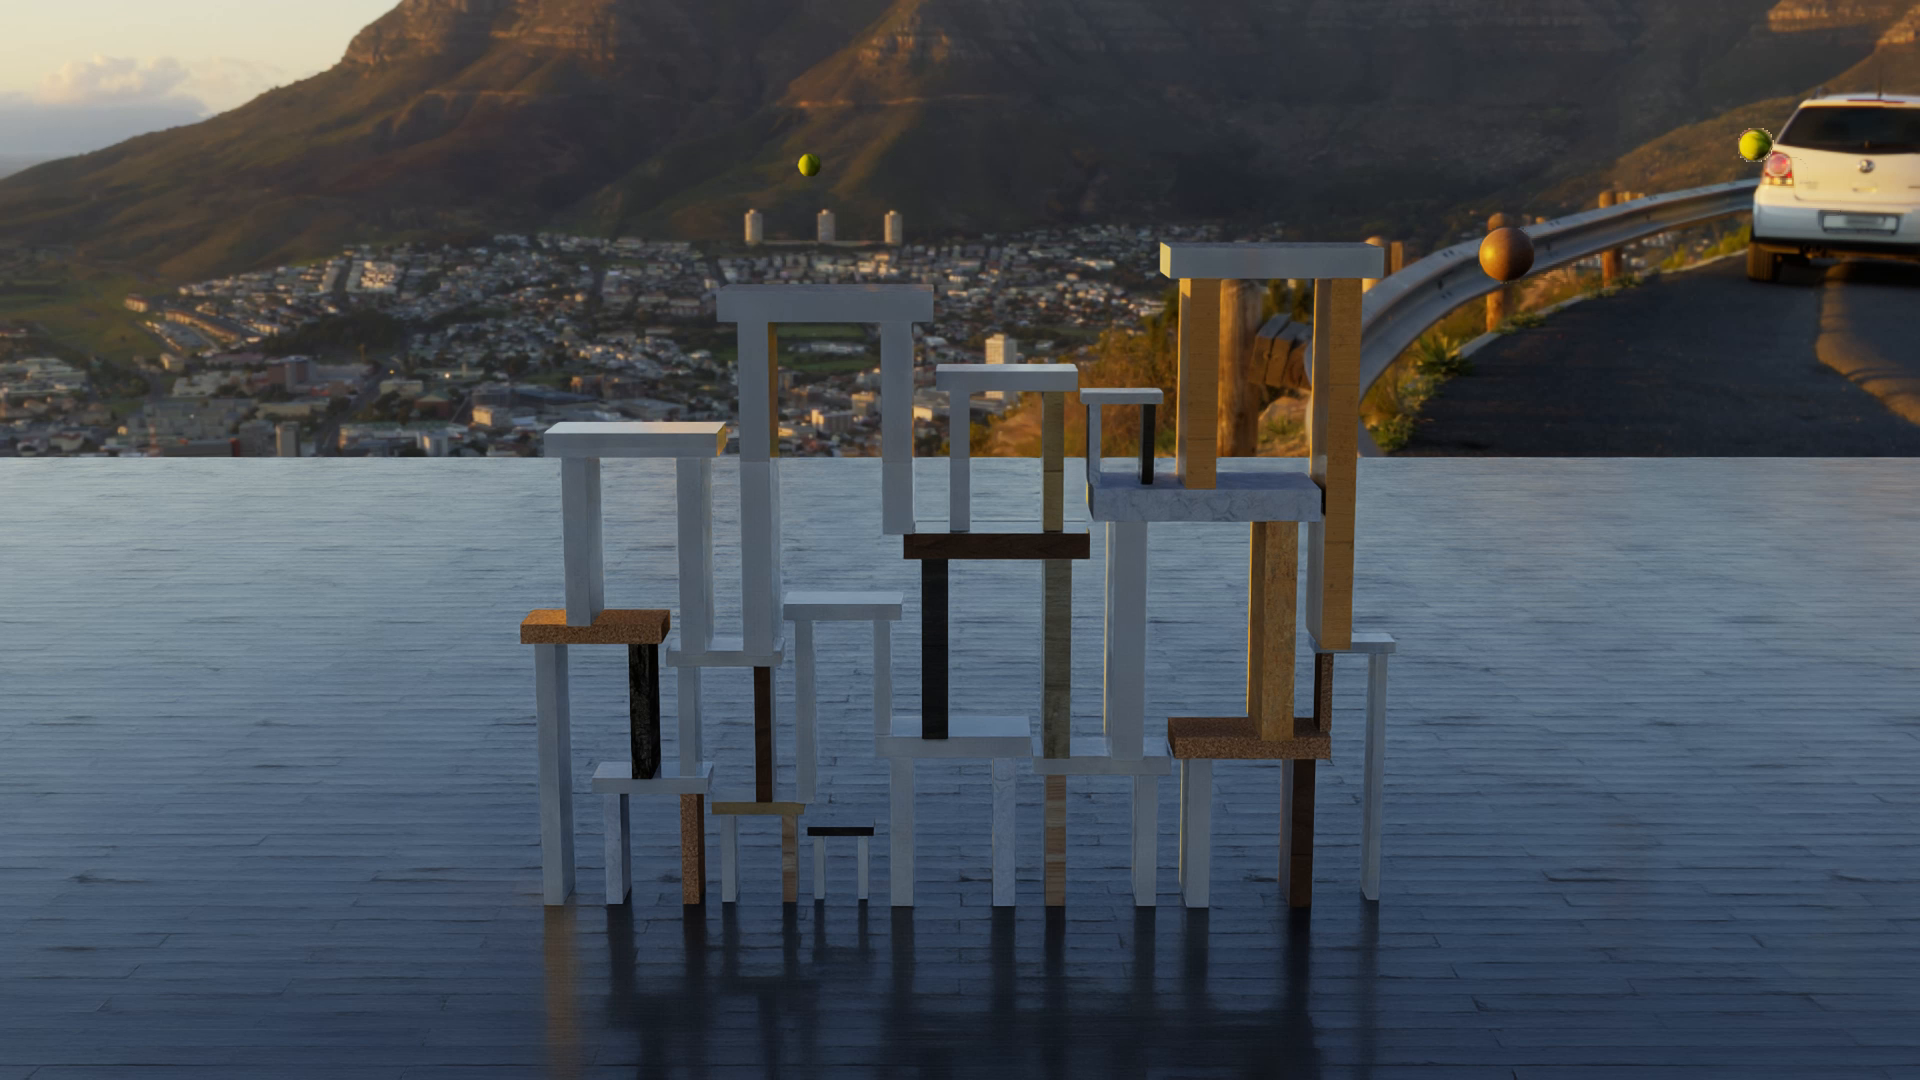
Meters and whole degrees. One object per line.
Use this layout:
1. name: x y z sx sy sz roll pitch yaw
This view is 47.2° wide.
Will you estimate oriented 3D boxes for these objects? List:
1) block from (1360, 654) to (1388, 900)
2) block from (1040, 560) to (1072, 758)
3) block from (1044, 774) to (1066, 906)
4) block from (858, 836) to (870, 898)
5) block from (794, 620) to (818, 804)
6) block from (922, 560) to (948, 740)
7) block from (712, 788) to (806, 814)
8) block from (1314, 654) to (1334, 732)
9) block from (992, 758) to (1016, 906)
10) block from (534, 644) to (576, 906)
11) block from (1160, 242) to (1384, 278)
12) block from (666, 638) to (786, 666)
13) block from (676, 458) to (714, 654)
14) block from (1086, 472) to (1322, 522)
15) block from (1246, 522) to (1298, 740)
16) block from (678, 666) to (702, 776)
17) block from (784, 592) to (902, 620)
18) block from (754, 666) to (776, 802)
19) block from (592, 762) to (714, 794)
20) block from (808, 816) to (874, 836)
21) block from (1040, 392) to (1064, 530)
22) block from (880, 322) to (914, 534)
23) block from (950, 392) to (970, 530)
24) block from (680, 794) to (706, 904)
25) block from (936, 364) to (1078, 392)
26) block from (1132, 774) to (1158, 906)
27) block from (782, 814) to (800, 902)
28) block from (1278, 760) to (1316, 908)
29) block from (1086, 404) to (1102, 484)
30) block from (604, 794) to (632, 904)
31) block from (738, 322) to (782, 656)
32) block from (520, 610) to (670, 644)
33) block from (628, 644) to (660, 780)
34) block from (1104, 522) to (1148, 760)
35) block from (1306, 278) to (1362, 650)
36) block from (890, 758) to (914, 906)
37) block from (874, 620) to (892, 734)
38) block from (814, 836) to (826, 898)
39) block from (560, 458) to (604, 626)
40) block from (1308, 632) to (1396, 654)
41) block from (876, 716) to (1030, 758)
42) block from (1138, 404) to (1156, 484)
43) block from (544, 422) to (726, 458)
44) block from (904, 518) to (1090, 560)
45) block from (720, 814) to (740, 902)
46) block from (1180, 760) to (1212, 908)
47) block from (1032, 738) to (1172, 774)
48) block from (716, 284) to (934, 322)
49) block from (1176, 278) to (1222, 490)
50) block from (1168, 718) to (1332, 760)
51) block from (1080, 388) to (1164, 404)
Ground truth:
1. block: 0.684 0.383 3.633 0.019 0.419 0.066 0 11 0
2. block: 0.156 0.178 3.592 0.042 0.328 0.148 0 11 0
3. block: 0.157 0.481 3.646 0.032 0.223 0.112 0 11 0
4. block: -0.161 0.536 3.660 0.015 0.109 0.054 0 11 0
5. block: -0.252 0.271 3.609 0.027 0.306 0.095 0 11 0
6. block: -0.040 0.162 3.589 0.042 0.295 0.148 0 11 0
7. block: -0.332 0.432 3.637 0.150 0.021 0.075 0 11 0
8. block: 0.596 0.242 3.607 0.019 0.131 0.066 0 11 0
9. block: 0.073 0.465 3.650 0.036 0.252 0.126 0 11 0
10. block: -0.668 0.373 3.630 0.032 0.441 0.113 0 11 0
11. block: 0.490 -0.443 3.477 0.330 0.047 0.165 0 11 0
12. block: -0.382 0.183 3.597 0.185 0.026 0.093 0 11 0
13. block: -0.428 0.014 3.560 0.039 0.319 0.136 0 11 0
14. block: 0.389 -0.071 3.550 0.358 0.051 0.179 0 11 0
15. block: 0.509 0.130 3.588 0.051 0.358 0.179 0 11 0
16. block: -0.444 0.287 3.617 0.026 0.185 0.093 0 11 0
17. block: -0.189 0.107 3.579 0.190 0.027 0.095 0 11 0
18. block: -0.320 0.308 3.620 0.026 0.229 0.093 0 11 0
19. block: -0.506 0.392 3.631 0.188 0.027 0.094 0 11 0
20. block: -0.197 0.475 3.649 0.109 0.015 0.054 0 11 0
21. block: 0.148 -0.135 3.538 0.032 0.223 0.112 0 11 0
22. block: -0.099 -0.189 3.525 0.047 0.335 0.167 0 11 0
23. block: 0.000 -0.135 3.538 0.032 0.223 0.112 0 11 0
24. block: -0.443 0.498 3.650 0.027 0.188 0.094 0 11 0
25. block: 0.074 -0.260 3.515 0.223 0.032 0.112 0 11 0
26. block: 0.306 0.481 3.646 0.032 0.223 0.112 0 11 0
27. block: -0.281 0.516 3.653 0.021 0.150 0.075 0 11 0
28. block: 0.558 0.467 3.643 0.036 0.252 0.126 0 11 0
29. block: 0.213 -0.157 3.521 0.018 0.129 0.064 0 12 -2
30. block: -0.568 0.498 3.650 0.027 0.188 0.094 0 11 0
31. block: -0.322 -0.091 3.542 0.047 0.533 0.167 0 11 0
32. block: -0.593 0.141 3.587 0.226 0.032 0.113 0 11 0
33. block: -0.517 0.268 3.610 0.032 0.226 0.113 0 10 0
34. block: 0.269 0.146 3.590 0.051 0.391 0.179 0 11 0
35. block: 0.600 -0.130 3.536 0.047 0.589 0.165 0 11 0
36. block: -0.095 0.465 3.650 0.036 0.252 0.126 0 11 0
37. block: -0.126 0.214 3.599 0.027 0.190 0.095 0 11 0
38. block: -0.233 0.536 3.660 0.015 0.109 0.054 0 11 0
39. block: -0.609 -0.008 3.555 0.039 0.273 0.136 0 11 0
40. block: 0.640 0.168 3.593 0.131 0.019 0.066 0 11 0
41. block: -0.012 0.324 3.623 0.252 0.036 0.126 0 11 0
42. block: 0.299 -0.158 3.524 0.018 0.129 0.064 1 12 -1
43. block: -0.519 -0.161 3.527 0.273 0.039 0.136 0 11 0
44. block: 0.058 -0.004 3.558 0.295 0.042 0.148 0 11 0
45. block: -0.382 0.516 3.653 0.021 0.150 0.075 0 11 0
46. block: 0.390 0.467 3.643 0.036 0.252 0.126 0 11 0
47. block: 0.231 0.355 3.623 0.223 0.032 0.112 0 11 0
48. block: -0.210 -0.377 3.490 0.335 0.047 0.167 0 11 0
49. block: 0.379 -0.258 3.512 0.047 0.330 0.165 0 11 0
50. block: 0.474 0.325 3.616 0.252 0.036 0.126 0 11 0
51. block: 0.257 -0.230 3.510 0.129 0.018 0.064 0 12 -1
